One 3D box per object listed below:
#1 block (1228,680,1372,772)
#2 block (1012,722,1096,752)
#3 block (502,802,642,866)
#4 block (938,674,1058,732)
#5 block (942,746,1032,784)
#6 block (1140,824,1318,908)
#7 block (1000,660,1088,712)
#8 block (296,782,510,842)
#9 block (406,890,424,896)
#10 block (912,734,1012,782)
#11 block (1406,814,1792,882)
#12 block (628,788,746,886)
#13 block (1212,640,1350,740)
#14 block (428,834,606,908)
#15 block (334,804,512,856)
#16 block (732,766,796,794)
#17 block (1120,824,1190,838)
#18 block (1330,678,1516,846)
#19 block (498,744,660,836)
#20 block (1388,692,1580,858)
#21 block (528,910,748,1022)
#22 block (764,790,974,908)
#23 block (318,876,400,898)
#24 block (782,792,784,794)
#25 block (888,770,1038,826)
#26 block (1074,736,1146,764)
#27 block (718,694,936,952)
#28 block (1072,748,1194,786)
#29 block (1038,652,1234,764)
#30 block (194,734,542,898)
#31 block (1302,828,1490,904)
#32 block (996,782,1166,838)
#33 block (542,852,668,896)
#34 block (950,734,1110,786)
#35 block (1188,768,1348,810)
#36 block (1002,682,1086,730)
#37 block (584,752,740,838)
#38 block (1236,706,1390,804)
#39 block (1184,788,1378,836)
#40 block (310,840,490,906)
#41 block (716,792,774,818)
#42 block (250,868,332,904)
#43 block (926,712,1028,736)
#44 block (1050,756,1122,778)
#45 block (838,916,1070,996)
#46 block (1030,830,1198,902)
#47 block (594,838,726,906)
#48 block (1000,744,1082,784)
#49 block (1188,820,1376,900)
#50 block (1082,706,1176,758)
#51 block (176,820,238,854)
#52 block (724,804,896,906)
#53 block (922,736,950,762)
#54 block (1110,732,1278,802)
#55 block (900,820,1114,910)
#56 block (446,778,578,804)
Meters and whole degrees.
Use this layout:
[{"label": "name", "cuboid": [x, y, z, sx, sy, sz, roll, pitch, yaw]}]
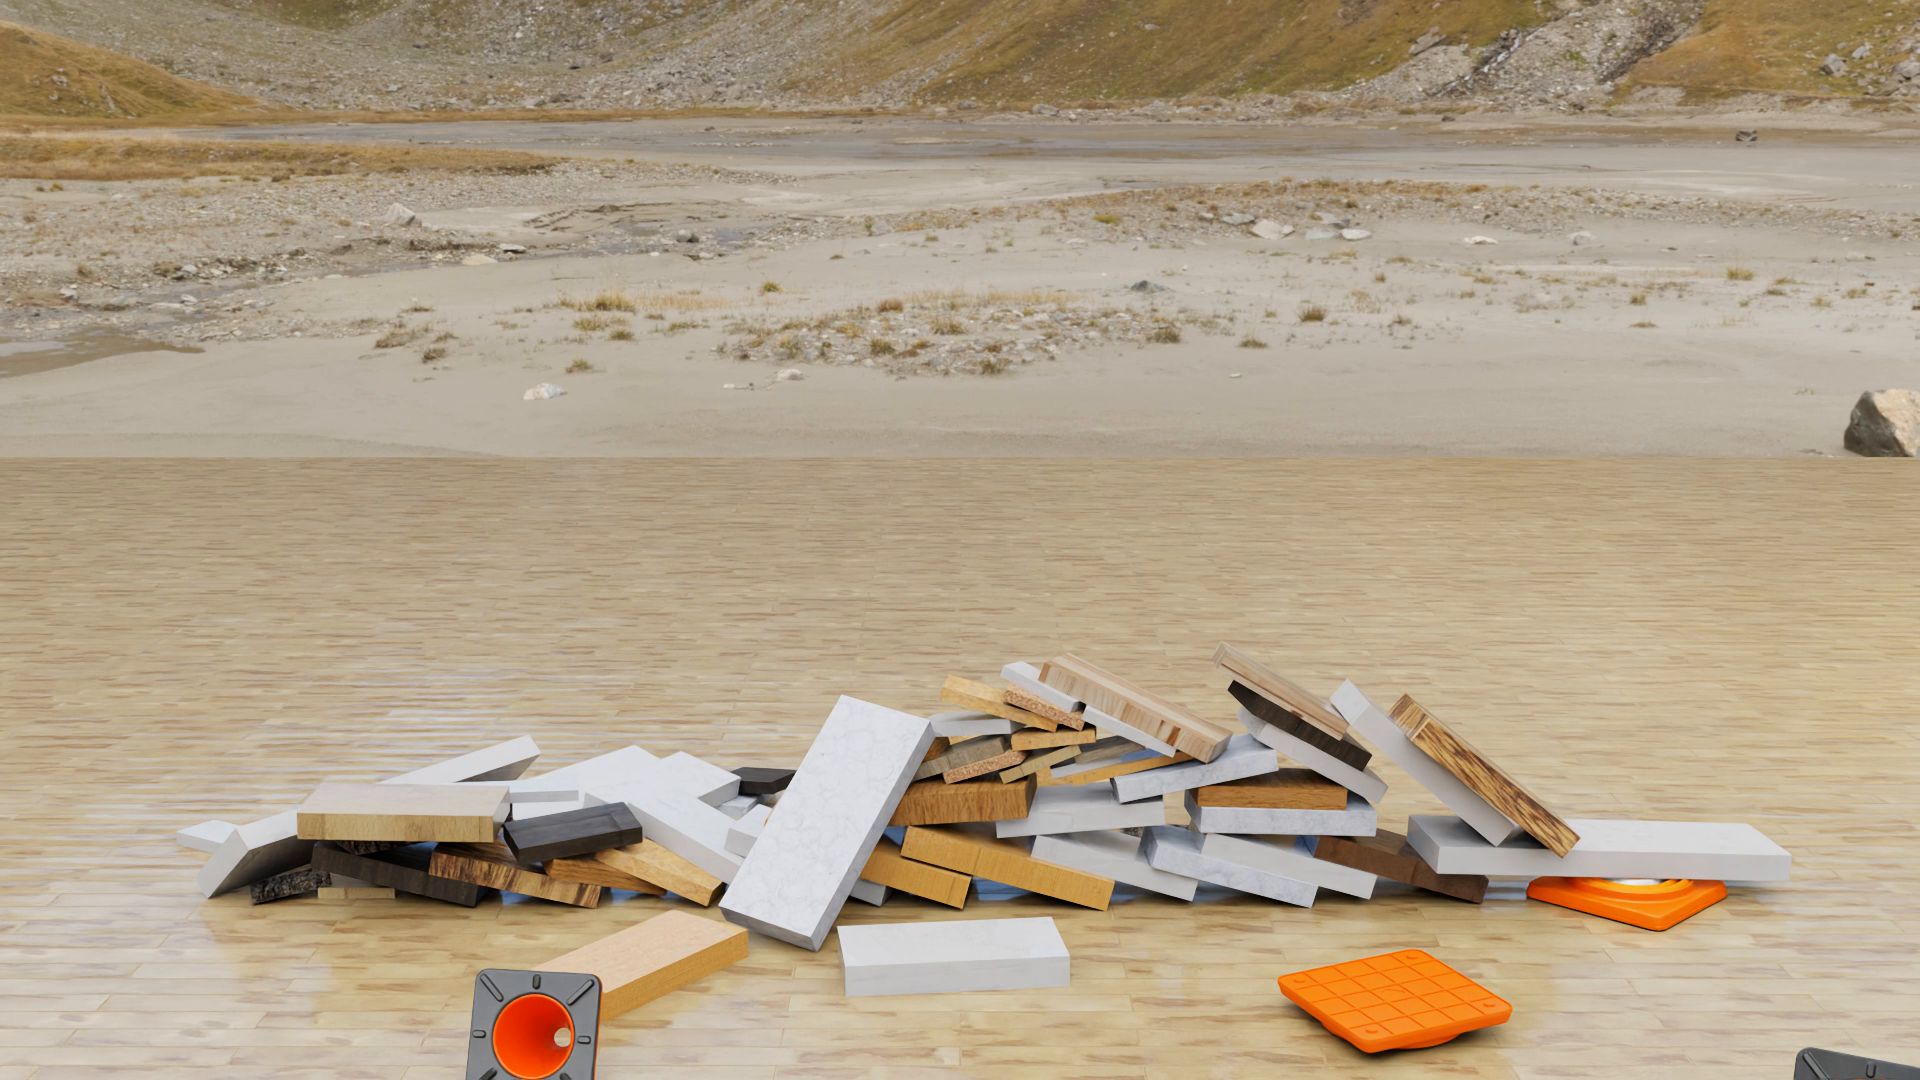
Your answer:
[{"label": "block", "cuboid": [0.558, 0.300, 3.616, 0.230, 0.033, 0.115, 28, 8, -20]}, {"label": "block", "cuboid": [0.154, 0.319, 3.593, 0.136, 0.019, 0.068, -7, 10, 6]}, {"label": "block", "cuboid": [-0.636, 0.480, 3.610, 0.205, 0.029, 0.103, -8, 21, -24]}, {"label": "block", "cuboid": [0.068, 0.268, 3.616, 0.197, 0.022, 0.077, 16, 13, 5]}, {"label": "block", "cuboid": [0.045, 0.366, 3.615, 0.136, 0.019, 0.068, -18, 5, 21]}, {"label": "block", "cuboid": [0.445, 0.536, 3.650, 0.275, 0.039, 0.137, 15, 9, -6]}, {"label": "block", "cuboid": [0.140, 0.241, 3.614, 0.137, 0.019, 0.068, 27, 15, 23]}, {"label": "block", "cuboid": [-0.902, 0.443, 3.580, 0.310, 0.044, 0.155, 1, 12, -2]}, {"label": "block", "cuboid": [-0.919, 0.566, 3.672, 0.127, 0.018, 0.063, 13, 10, 2]}, {"label": "block", "cuboid": [0.001, 0.355, 3.649, 0.174, 0.025, 0.087, -19, 5, 18]}, {"label": "block", "cuboid": [1.062, 0.513, 3.665, 0.601, 0.046, 0.161, 2, 11, -7]}, {"label": "block", "cuboid": [-0.418, 0.511, 3.730, 0.283, 0.040, 0.141, 25, 16, 26]}, {"label": "block", "cuboid": [0.522, 0.245, 3.589, 0.229, 0.033, 0.115, 30, 7, -3]}, {"label": "block", "cuboid": [-0.727, 0.542, 3.654, 0.278, 0.039, 0.139, 12, 10, -3]}, {"label": "block", "cuboid": [-0.907, 0.466, 3.681, 0.278, 0.039, 0.139, -7, 13, -36]}, {"label": "block", "cuboid": [-0.382, 0.453, 4.150, 0.161, 0.023, 0.081, -2, 11, 42]}, {"label": "block", "cuboid": [0.367, 0.531, 3.926, 0.161, 0.023, 0.081, 1, 11, 4]}, {"label": "block", "cuboid": [0.757, 0.364, 3.612, 0.322, 0.046, 0.161, 39, 7, -9]}, {"label": "block", "cuboid": [-0.686, 0.475, 4.046, 0.160, 0.045, 0.409, 25, 22, 30]}, {"label": "block", "cuboid": [0.849, 0.381, 3.574, 0.322, 0.046, 0.161, 37, 7, -9]}, {"label": "block", "cuboid": [-0.479, 0.635, 3.304, 0.155, 0.044, 0.310, 7, 13, 34]}, {"label": "block", "cuboid": [-0.146, 0.511, 3.669, 0.348, 0.049, 0.174, 16, 13, 4]}, {"label": "block", "cuboid": [-1.001, 0.579, 3.677, 0.127, 0.018, 0.063, 0, 11, 0]}, {"label": "block", "cuboid": [-0.170, 0.498, 4.040, 0.320, 0.045, 0.160, 0, 11, 2]}, {"label": "block", "cuboid": [-0.054, 0.422, 3.654, 0.348, 0.049, 0.174, -5, 10, 8]}, {"label": "block", "cuboid": [0.247, 0.339, 3.599, 0.116, 0.016, 0.058, -13, 11, 9]}, {"label": "block", "cuboid": [-0.209, 0.448, 3.534, 0.167, 0.047, 0.426, 14, 55, 24]}, {"label": "block", "cuboid": [0.281, 0.364, 3.600, 0.200, 0.016, 0.058, -14, 11, 3]}, {"label": "block", "cuboid": [0.287, 0.272, 3.597, 0.310, 0.033, 0.115, 25, 15, 18]}, {"label": "block", "cuboid": [-1.028, 0.480, 3.885, 0.155, 0.044, 0.673, -44, -16, 31]}, {"label": "block", "cuboid": [0.722, 0.527, 3.675, 0.291, 0.041, 0.145, 16, 9, -4]}, {"label": "block", "cuboid": [0.199, 0.442, 3.642, 0.274, 0.039, 0.137, -5, 10, 4]}, {"label": "block", "cuboid": [-0.592, 0.539, 3.640, 0.205, 0.029, 0.103, 15, 11, -28]}, {"label": "block", "cuboid": [0.159, 0.427, 4.176, 0.334, 0.047, 0.167, 17, 11, 17]}, {"label": "block", "cuboid": [0.504, 0.409, 3.632, 0.244, 0.035, 0.122, 2, 10, -4]}, {"label": "block", "cuboid": [0.140, 0.268, 3.590, 0.137, 0.019, 0.068, 21, 14, 3]}, {"label": "block", "cuboid": [-0.544, 0.466, 4.028, 0.141, 0.040, 0.283, 20, 20, 26]}, {"label": "block", "cuboid": [0.582, 0.350, 3.638, 0.244, 0.035, 0.122, 28, 7, -15]}, {"label": "block", "cuboid": [0.529, 0.446, 3.647, 0.291, 0.041, 0.145, 2, 10, -5]}, {"label": "block", "cuboid": [-0.920, 0.538, 3.662, 0.278, 0.039, 0.139, 13, 10, 2]}, {"label": "block", "cuboid": [-0.413, 0.488, 4.154, 0.081, 0.023, 0.161, 3, 11, 14]}, {"label": "block", "cuboid": [-1.113, 0.572, 3.657, 0.127, 0.018, 0.063, -12, 11, -18]}, {"label": "block", "cuboid": [0.022, 0.305, 3.661, 0.174, 0.025, 0.087, -5, 5, 26]}, {"label": "block", "cuboid": [0.205, 0.363, 3.616, 0.116, 0.016, 0.058, -14, 11, 2]}, {"label": "block", "cuboid": [-0.013, 0.629, 3.328, 0.334, 0.047, 0.167, -1, 11, -7]}, {"label": "block", "cuboid": [0.255, 0.523, 3.658, 0.275, 0.039, 0.137, 16, 11, -1]}, {"label": "block", "cuboid": [-0.493, 0.542, 3.649, 0.205, 0.029, 0.103, 21, 10, 8]}, {"label": "block", "cuboid": [0.130, 0.357, 3.604, 0.136, 0.019, 0.068, -22, 9, 3]}, {"label": "block", "cuboid": [0.535, 0.518, 3.660, 0.291, 0.041, 0.145, 15, 9, -5]}, {"label": "block", "cuboid": [0.279, 0.305, 3.569, 0.159, 0.019, 0.068, 22, 14, 7]}, {"label": "block", "cuboid": [-1.304, 0.533, 3.911, 0.167, 0.024, 0.084, 7, 12, 32]}, {"label": "block", "cuboid": [-0.238, 0.527, 3.694, 0.283, 0.040, 0.141, 18, 14, 12]}, {"label": "block", "cuboid": [-0.111, 0.363, 3.694, 0.174, 0.025, 0.087, -16, 6, 19]}, {"label": "block", "cuboid": [0.380, 0.372, 3.611, 0.262, 0.035, 0.122, -11, 11, -2]}, {"label": "block", "cuboid": [0.079, 0.520, 3.663, 0.348, 0.049, 0.174, 15, 11, -1]}, {"label": "block", "cuboid": [-0.807, 0.429, 3.727, 0.316, 0.019, 0.068, -1, 11, -10]}]
